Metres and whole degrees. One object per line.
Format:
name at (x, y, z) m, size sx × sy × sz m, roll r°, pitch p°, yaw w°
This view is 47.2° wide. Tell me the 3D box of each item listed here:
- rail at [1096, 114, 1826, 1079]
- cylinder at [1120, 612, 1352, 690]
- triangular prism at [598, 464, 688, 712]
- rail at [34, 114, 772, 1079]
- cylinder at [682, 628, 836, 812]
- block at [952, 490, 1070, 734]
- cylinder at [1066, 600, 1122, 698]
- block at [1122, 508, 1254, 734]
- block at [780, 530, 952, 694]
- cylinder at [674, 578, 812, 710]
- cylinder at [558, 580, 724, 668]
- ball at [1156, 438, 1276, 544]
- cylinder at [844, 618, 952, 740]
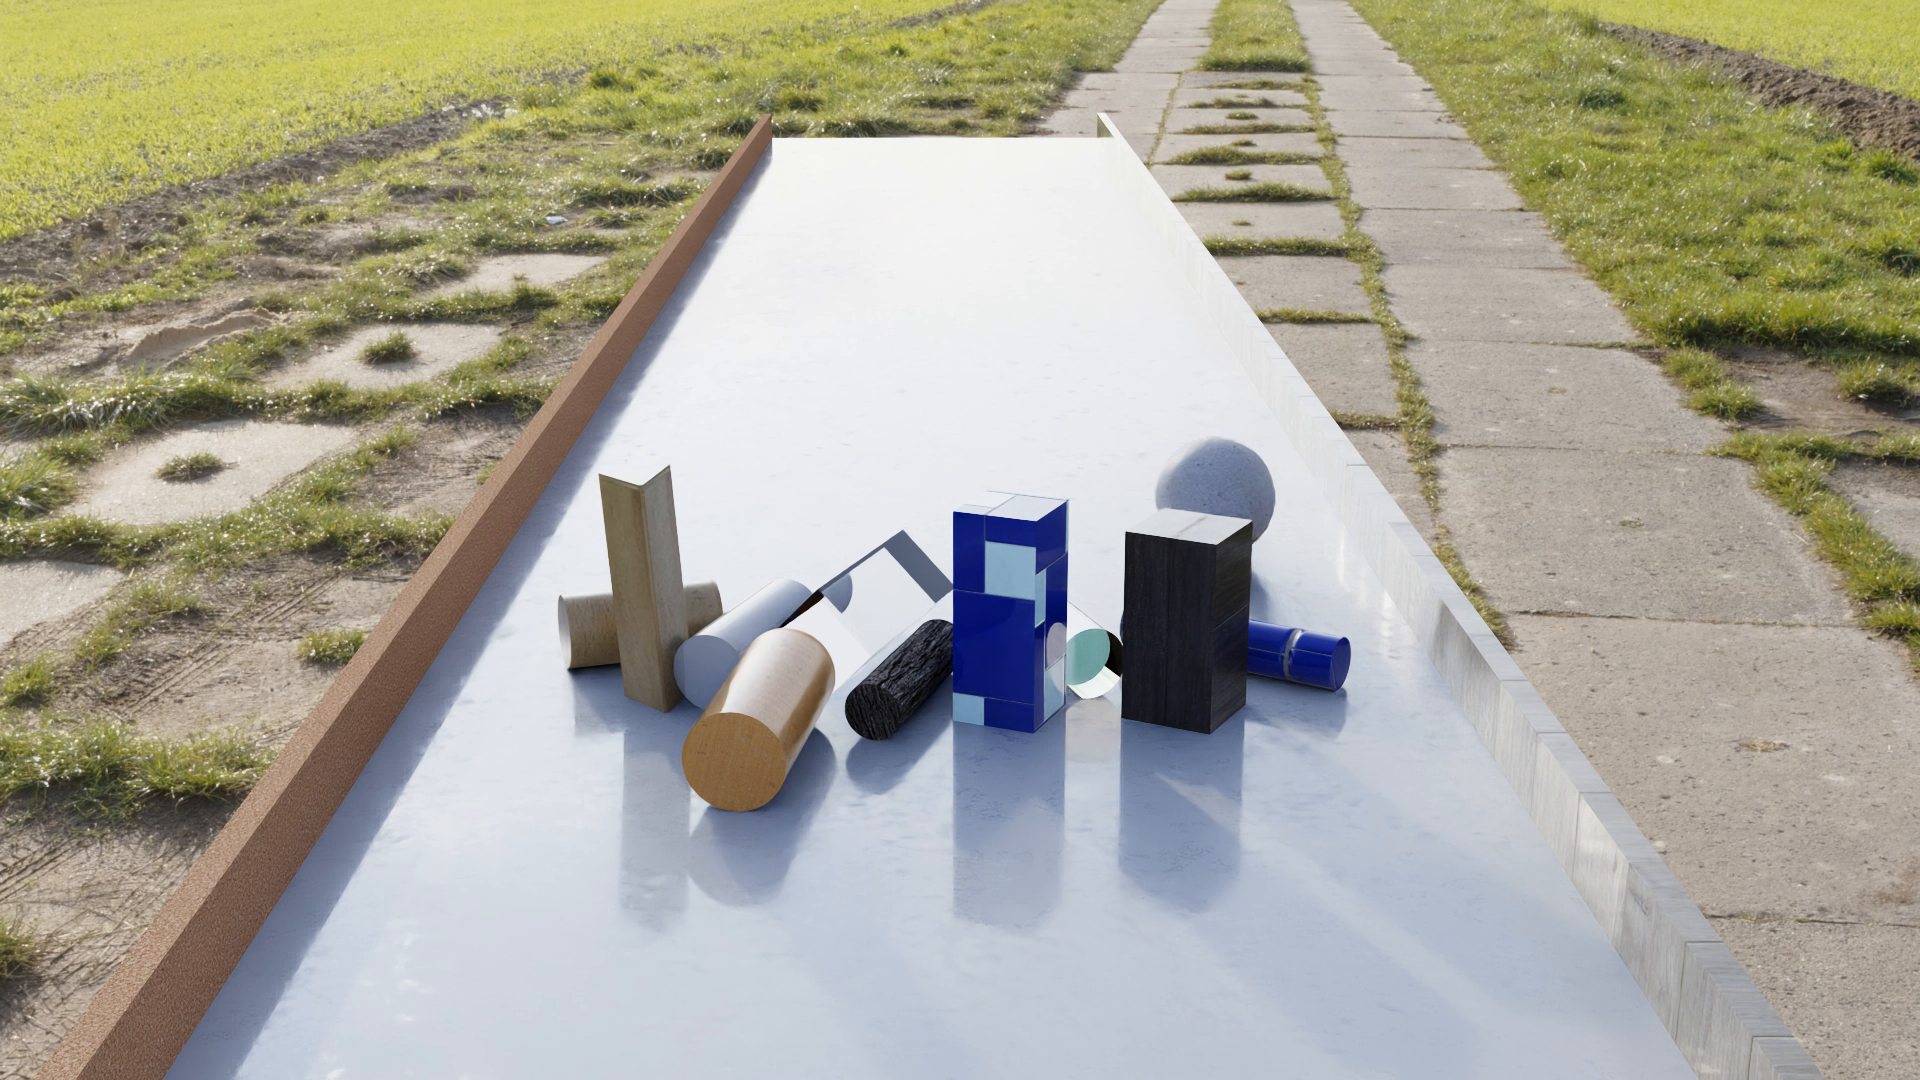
rail at (0.932, -0.844, 7.801) m, size 0.050 × 0.150 × 12.000 m, roll 0°, pitch 17°, yaw -1°
cylinder at (0.542, 0.203, 4.361) m, size 0.456 × 0.104 × 0.104 m, roll 10°, pitch 19°, yaw 31°
triangular prism at (-0.570, 0.084, 4.139) m, size 0.114 × 0.450 × 0.131 m, roll -21°, pitch 26°, yaw -40°
rail at (-1.118, -0.838, 7.780) m, size 0.050 × 0.150 × 12.000 m, roll 0°, pitch 17°, yaw -1°
cylinder at (-0.348, 0.309, 3.875) m, size 0.179 × 0.179 × 0.436 m, roll 2°, pitch 17°, yaw 8°
block at (0.094, 0.130, 4.077) m, size 0.162 × 0.405 × 0.162 m, roll 7°, pitch 18°, yaw 23°
cylinder at (0.179, 0.178, 4.383) m, size 0.141 × 0.141 × 0.426 m, roll -6°, pitch 17°, yaw -19°
block at (0.422, 0.148, 4.091) m, size 0.179 × 0.364 × 0.179 m, roll 9°, pitch 19°, yaw 27°
block at (-0.189, 0.144, 4.344) m, size 0.161 × 0.161 × 0.425 m, roll 48°, pitch 26°, yaw 3°
cylinder at (-0.409, 0.200, 4.290) m, size 0.151 × 0.151 × 0.368 m, roll 6°, pitch 17°, yaw 18°
cylinder at (-0.639, 0.167, 4.404) m, size 0.307 × 0.148 × 0.148 m, roll -6°, pitch 18°, yaw -19°
ball at (0.589, -0.098, 5.072) m, size 0.275 × 0.275 × 0.275 m, roll 0°, pitch 17°, yaw 0°
cylinder at (-0.099, 0.260, 4.163) m, size 0.109 × 0.109 × 0.387 m, roll 5°, pitch 17°, yaw 17°
